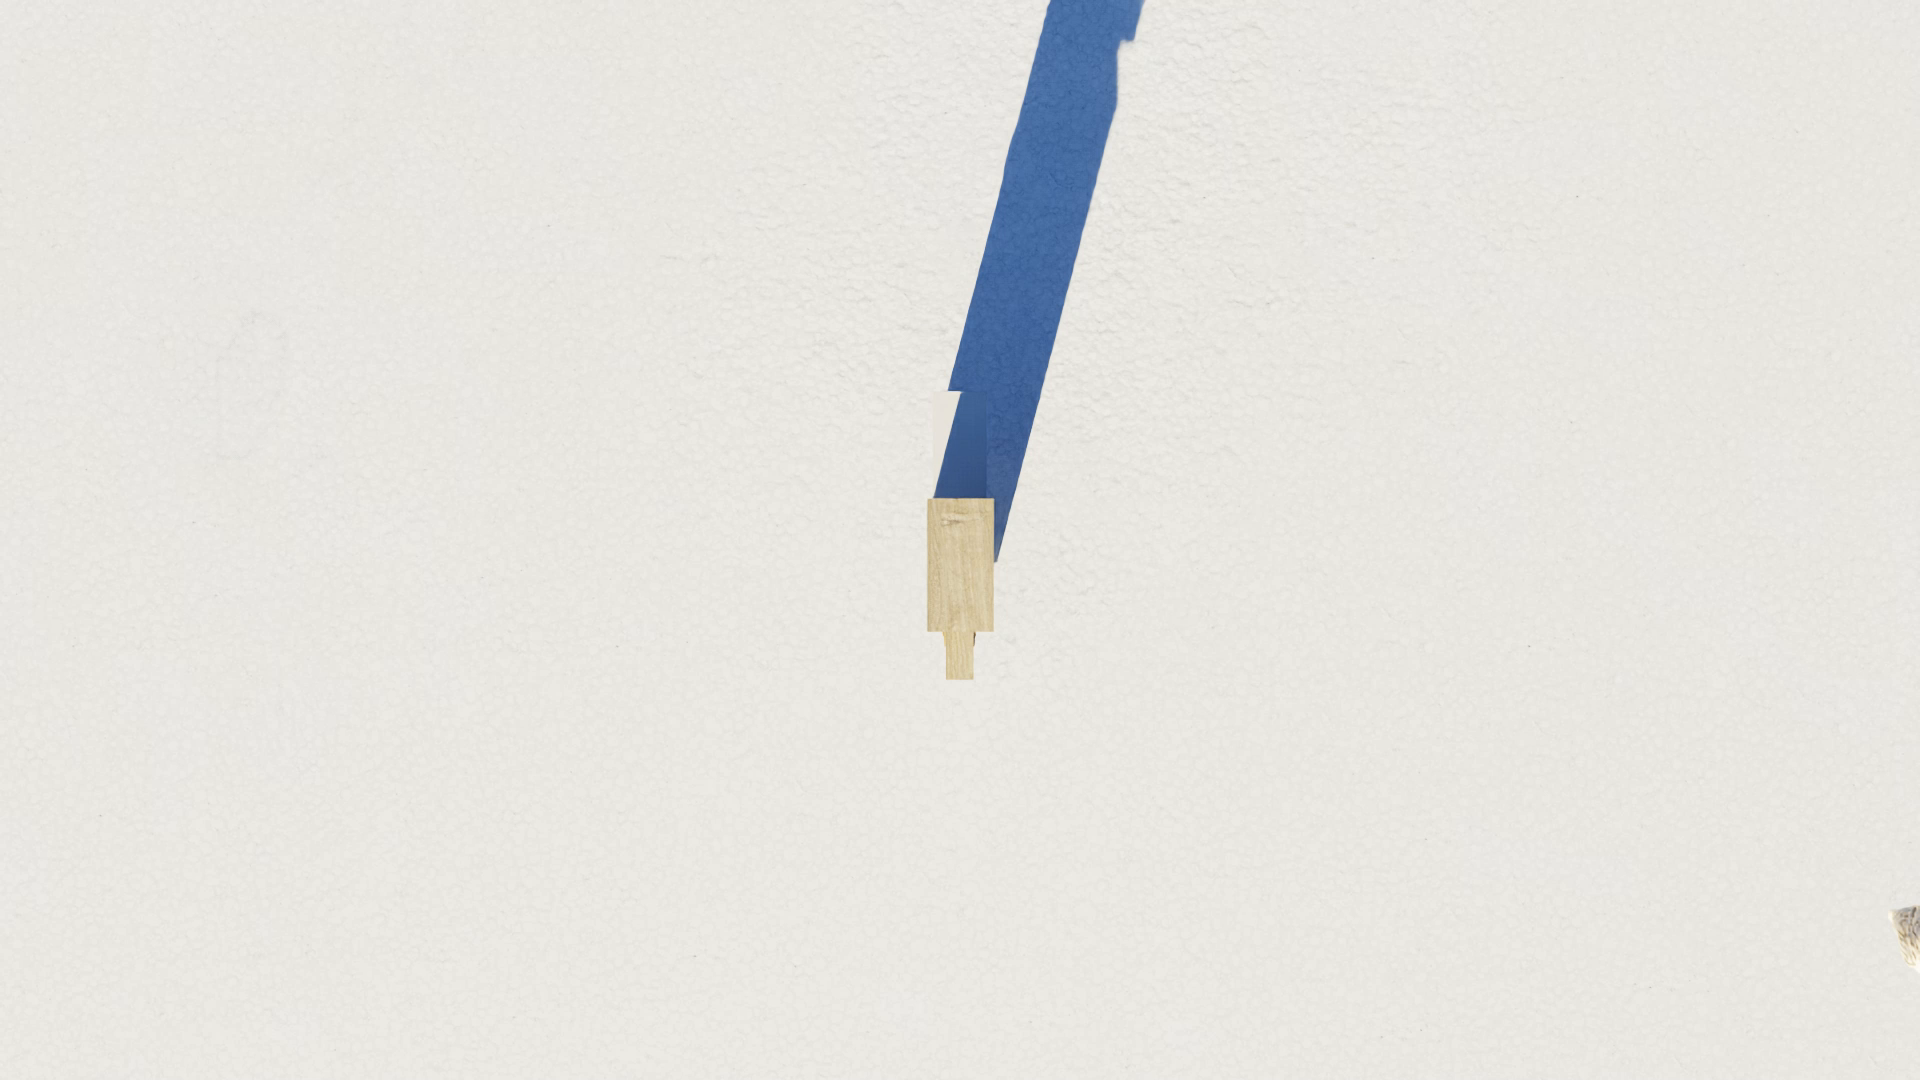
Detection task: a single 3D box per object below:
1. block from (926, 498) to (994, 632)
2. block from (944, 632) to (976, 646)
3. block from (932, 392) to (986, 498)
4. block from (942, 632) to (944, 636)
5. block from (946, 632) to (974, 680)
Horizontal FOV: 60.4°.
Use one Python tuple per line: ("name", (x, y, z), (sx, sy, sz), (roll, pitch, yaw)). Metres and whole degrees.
("block", (0.001, 0.067, 4.400), (0.177, 0.050, 0.354), (0, 90, 0))
("block", (-0.001, 0.231, 5.054), (0.095, 0.027, 0.190), (0, 90, 0))
("block", (0.000, -0.263, 4.586), (0.148, 0.042, 0.297), (0, 90, 0))
("block", (-0.001, 0.202, 5.273), (0.106, 0.030, 0.212), (0, 90, 0))
("block", (-0.001, 0.330, 4.867), (0.081, 0.023, 0.162), (0, 90, 0))
